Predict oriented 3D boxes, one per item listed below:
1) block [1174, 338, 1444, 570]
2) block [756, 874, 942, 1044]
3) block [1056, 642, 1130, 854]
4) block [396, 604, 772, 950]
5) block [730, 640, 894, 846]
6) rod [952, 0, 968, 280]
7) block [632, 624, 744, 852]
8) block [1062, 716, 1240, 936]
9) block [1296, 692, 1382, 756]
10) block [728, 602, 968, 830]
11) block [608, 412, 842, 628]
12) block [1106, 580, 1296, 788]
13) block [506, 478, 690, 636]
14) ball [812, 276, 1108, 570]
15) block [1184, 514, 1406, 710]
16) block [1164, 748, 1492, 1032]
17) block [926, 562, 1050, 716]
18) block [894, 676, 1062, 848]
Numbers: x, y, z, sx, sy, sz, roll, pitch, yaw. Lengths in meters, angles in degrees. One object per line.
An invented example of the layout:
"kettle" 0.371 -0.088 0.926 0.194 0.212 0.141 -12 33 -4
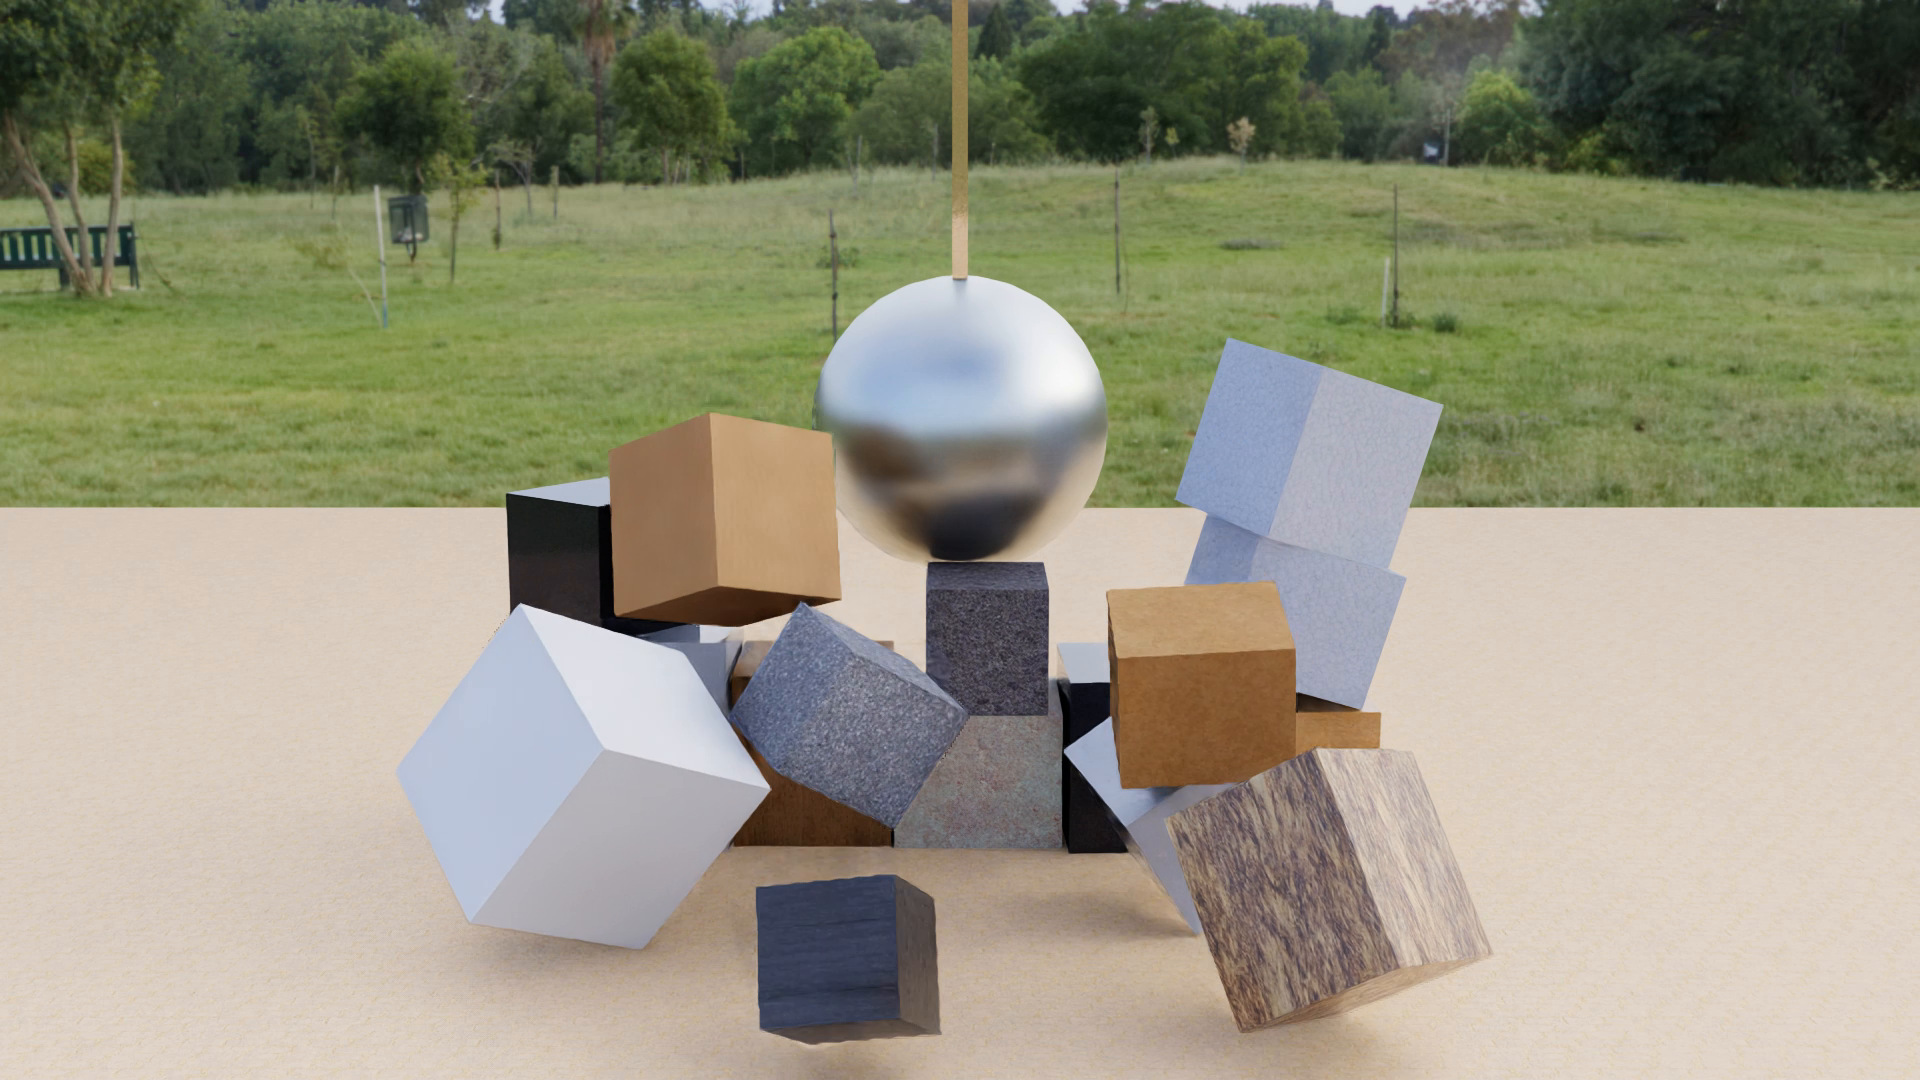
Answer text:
"block" 1.749 -0.438 11.066 0.817 0.864 0.772 13 8 -33
"block" -0.415 1.590 8.296 0.531 0.521 0.586 -8 -19 12
"block" 0.935 1.052 11.333 0.812 0.875 0.885 0 10 -2
"block" -1.627 1.033 9.472 0.961 0.972 0.921 22 22 -48
"block" -0.743 1.038 11.388 0.791 0.882 0.790 0 10 0
"rod" 0.000 -3.860 10.814 0.080 5.200 0.080 0 18 0
"block" -1.612 0.949 11.342 0.924 1.074 0.926 0 10 0
"block" 1.022 1.189 9.998 0.630 0.724 0.735 -35 29 -4
"block" 1.714 1.131 11.367 0.735 0.709 0.820 0 10 -1
"block" -0.508 0.786 9.894 0.682 0.621 0.619 31 4 -33
"block" -1.140 -0.077 10.630 0.786 0.823 0.757 -16 -17 43
"block" 1.021 0.611 9.391 0.729 0.618 0.648 -3 24 1
"block" -1.810 0.090 11.164 0.679 0.682 0.668 8 13 38
"ball" 0.000 -0.619 11.841 1.600 1.600 1.600 0 10 0
"block" 1.652 0.336 11.225 0.797 0.696 0.846 16 7 -13
"block" 1.437 1.352 8.577 0.720 0.859 0.819 -31 -23 31
"block" 0.135 0.494 11.225 0.607 0.641 0.721 0 10 0
"block" 0.090 1.139 11.384 0.842 0.686 0.817 0 10 0
